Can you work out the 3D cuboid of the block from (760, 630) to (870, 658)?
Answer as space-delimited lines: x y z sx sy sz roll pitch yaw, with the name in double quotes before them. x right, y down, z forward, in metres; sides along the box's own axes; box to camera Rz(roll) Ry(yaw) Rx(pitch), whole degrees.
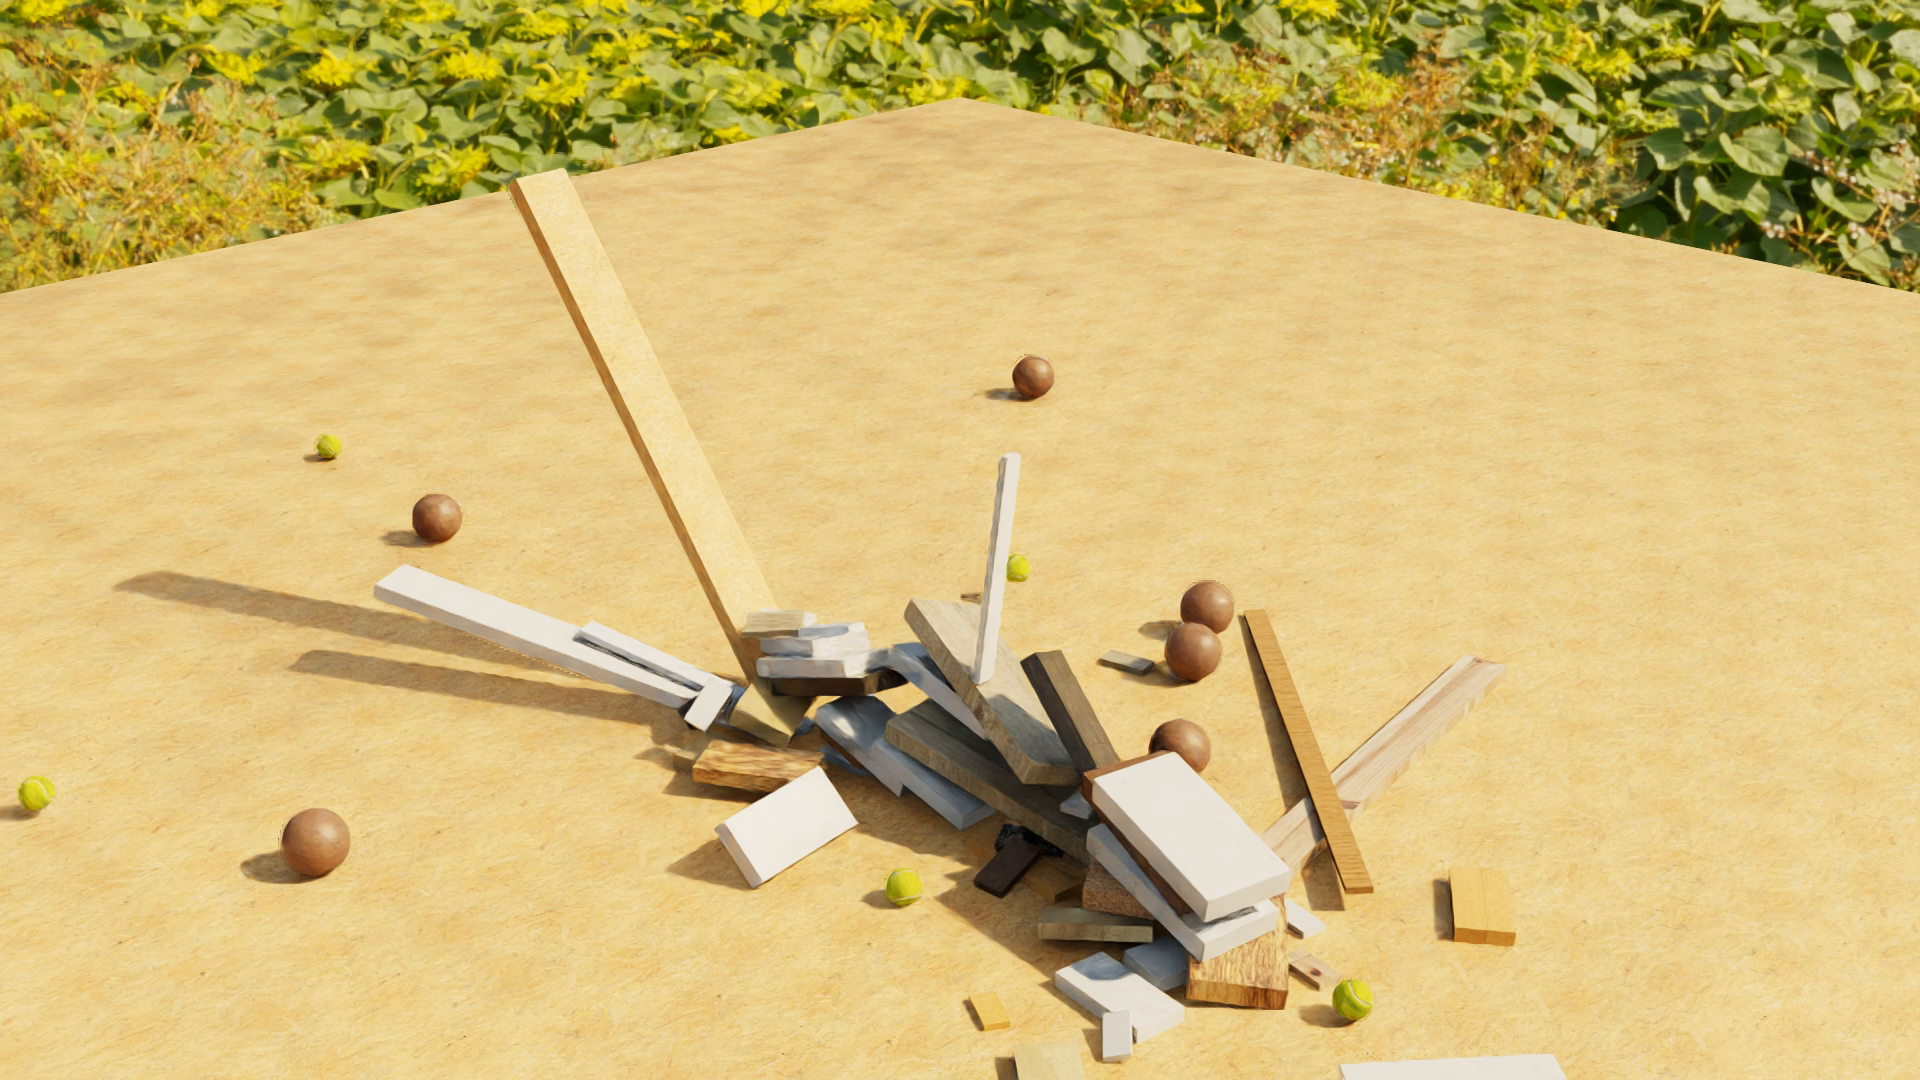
"block" -0.318 0.221 4.784 0.135 0.038 0.269 -9 5 -30

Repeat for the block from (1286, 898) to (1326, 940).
"block" 0.624 0.703 4.084 0.052 0.015 0.104 -14 27 -29

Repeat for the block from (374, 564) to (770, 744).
"block" -0.837 0.247 4.877 0.986 0.035 0.122 19 27 12

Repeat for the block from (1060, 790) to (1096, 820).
"block" 0.240 0.508 4.229 0.057 0.016 0.114 15 14 20

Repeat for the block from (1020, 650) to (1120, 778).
"block" 0.219 0.344 4.237 0.039 0.275 0.138 -33 -13 19

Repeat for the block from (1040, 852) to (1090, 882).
"block" 0.242 0.628 4.251 0.157 0.022 0.078 15 27 31

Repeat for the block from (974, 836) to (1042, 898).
"block" 0.092 0.626 4.209 0.066 0.019 0.132 20 47 33

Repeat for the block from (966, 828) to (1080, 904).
"block" 0.121 0.629 4.255 0.066 0.019 0.263 -18 29 -35

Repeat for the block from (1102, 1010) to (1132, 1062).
"block" 0.267 0.839 3.720 0.047 0.013 0.095 -12 36 13

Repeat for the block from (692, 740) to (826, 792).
"block" -0.413 0.468 4.525 0.245 0.035 0.122 5 24 13

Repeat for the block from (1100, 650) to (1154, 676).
"block" 0.385 0.283 5.072 0.114 0.016 0.057 15 27 31

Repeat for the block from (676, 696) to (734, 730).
"block" -0.549 0.357 4.737 0.109 0.015 0.054 -34 66 -13

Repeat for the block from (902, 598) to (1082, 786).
"block" 0.079 0.303 4.449 0.171 0.048 0.561 7 29 -34

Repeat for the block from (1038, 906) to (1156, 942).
"block" 0.252 0.703 4.021 0.206 0.029 0.103 1 7 8

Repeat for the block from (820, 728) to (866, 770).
"block" -0.227 0.431 4.637 0.067 0.019 0.133 -19 43 -39

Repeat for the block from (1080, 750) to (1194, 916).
"block" 0.387 0.530 4.017 0.179 0.051 0.358 -13 37 -24

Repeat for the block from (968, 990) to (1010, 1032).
"block" 0.051 0.817 3.817 0.047 0.013 0.094 -7 24 -15

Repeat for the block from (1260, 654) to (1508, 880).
"block" 0.865 0.478 4.596 0.103 0.029 1.188 15 27 32

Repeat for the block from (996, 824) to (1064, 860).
"block" 0.141 0.588 4.289 0.132 0.019 0.066 4 29 16

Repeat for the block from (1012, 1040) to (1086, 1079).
"block" 0.152 0.900 3.600 0.108 0.031 0.217 -2 23 -5

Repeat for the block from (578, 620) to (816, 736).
"block" -0.579 0.301 4.813 0.573 0.015 0.054 23 28 16

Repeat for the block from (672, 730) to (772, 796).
"block" -0.467 0.468 4.612 0.245 0.035 0.122 13 26 28

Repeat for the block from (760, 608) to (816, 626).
"block" -0.387 0.177 4.837 0.128 0.018 0.064 5 24 17

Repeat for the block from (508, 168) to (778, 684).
"block" -0.665 -0.231 4.915 0.138 1.296 0.039 -25 -1 -45

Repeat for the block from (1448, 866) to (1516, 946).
"block" 0.975 0.683 4.112 0.108 0.031 0.217 4 23 8

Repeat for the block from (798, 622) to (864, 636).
"block" -0.278 0.192 4.731 0.128 0.018 0.064 -4 5 29

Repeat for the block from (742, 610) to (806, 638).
"block" -0.404 0.183 4.787 0.128 0.018 0.064 -3 39 9

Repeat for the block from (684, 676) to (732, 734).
"block" -0.540 0.353 4.710 0.054 0.015 0.109 32 71 2

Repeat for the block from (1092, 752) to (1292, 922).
"block" 0.410 0.526 3.934 0.179 0.051 0.358 -15 38 -27

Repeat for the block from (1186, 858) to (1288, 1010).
"block" 0.498 0.696 3.960 0.171 0.048 0.341 7 34 2

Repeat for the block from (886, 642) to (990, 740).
"block" 0.011 0.306 4.543 0.160 0.045 0.320 -1 27 -44

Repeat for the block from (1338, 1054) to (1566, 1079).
"block" 0.808 0.912 3.547 0.358 0.051 0.179 -2 23 -4

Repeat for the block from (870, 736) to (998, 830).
"block" -0.040 0.475 4.470 0.135 0.038 0.271 -22 46 -40

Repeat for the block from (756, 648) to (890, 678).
"block" -0.294 0.263 4.702 0.269 0.038 0.135 -3 5 42

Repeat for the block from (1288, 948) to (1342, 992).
"block" 0.627 0.767 3.933 0.052 0.015 0.104 -15 27 -31

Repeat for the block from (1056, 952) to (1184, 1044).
"block" 0.278 0.798 3.842 0.108 0.031 0.217 -17 28 -34

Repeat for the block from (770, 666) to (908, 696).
"block" -0.257 0.299 4.670 0.271 0.038 0.135 -3 5 41

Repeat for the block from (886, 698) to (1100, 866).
"block" 0.177 0.507 4.322 0.758 0.045 0.160 28 39 35

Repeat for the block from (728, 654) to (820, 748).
"block" -0.389 0.346 4.736 0.135 0.038 0.269 25 26 3

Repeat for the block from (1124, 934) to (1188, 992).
"block" 0.408 0.747 3.959 0.206 0.029 0.103 -13 28 -29

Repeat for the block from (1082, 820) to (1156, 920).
"block" 0.335 0.582 4.121 0.160 0.045 0.320 8 32 9

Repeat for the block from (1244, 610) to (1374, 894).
"block" 0.728 0.414 4.709 0.052 0.015 1.322 -3 21 0

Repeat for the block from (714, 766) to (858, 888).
"block" -0.337 0.558 4.286 0.275 0.039 0.138 -27 80 -47

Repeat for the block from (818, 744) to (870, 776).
"block" -0.230 0.460 4.654 0.133 0.019 0.067 18 29 37

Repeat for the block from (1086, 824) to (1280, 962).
"block" 0.399 0.613 3.983 0.171 0.048 0.341 -18 40 -30

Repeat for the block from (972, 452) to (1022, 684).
"block" 0.072 0.057 4.334 0.016 0.466 0.057 15 17 26

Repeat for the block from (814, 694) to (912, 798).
"block" -0.164 0.418 4.587 0.135 0.038 0.271 -23 49 -40
